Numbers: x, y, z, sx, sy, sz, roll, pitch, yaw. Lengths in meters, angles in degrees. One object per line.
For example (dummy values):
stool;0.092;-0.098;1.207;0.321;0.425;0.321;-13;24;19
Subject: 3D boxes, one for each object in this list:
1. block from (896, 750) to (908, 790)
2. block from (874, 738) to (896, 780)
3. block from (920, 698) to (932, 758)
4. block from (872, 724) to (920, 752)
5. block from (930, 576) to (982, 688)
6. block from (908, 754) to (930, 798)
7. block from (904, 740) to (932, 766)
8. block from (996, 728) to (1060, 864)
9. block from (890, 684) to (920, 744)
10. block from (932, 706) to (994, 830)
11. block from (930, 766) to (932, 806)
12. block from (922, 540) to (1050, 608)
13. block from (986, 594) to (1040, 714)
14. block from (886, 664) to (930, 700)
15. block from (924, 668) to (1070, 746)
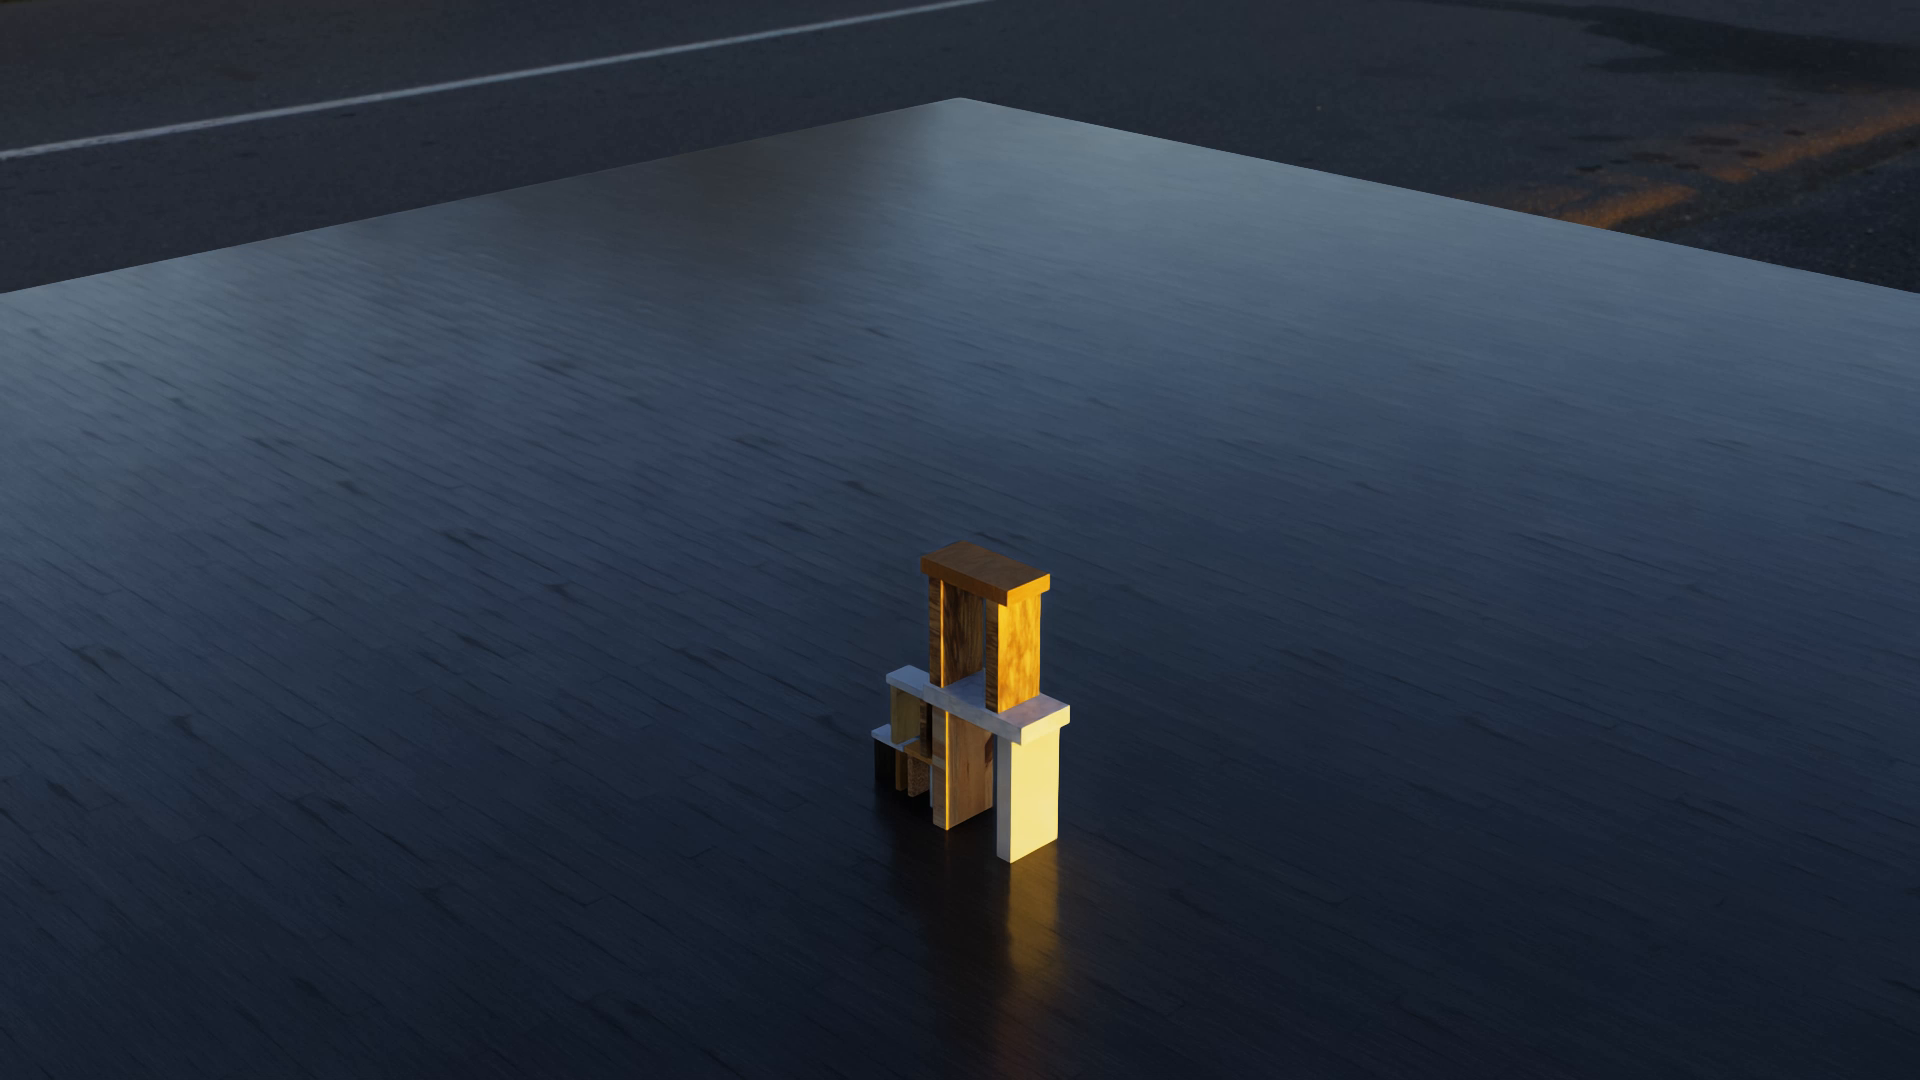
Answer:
block;-0.111;0.467;4.540;0.013;0.095;0.047;21;31;41
block;-0.156;0.449;4.581;0.013;0.094;0.047;21;31;41
block;-0.051;0.370;4.441;0.018;0.130;0.065;21;31;41
block;-0.134;0.408;4.540;0.095;0.013;0.047;21;31;41
block;-0.007;0.163;4.301;0.033;0.230;0.115;21;31;41
block;-0.085;0.476;4.516;0.014;0.096;0.048;21;31;41
block;-0.062;0.434;4.474;0.096;0.014;0.048;21;31;41
block;0.132;0.482;4.282;0.038;0.267;0.134;21;31;41
block;-0.112;0.347;4.498;0.018;0.132;0.065;21;31;41
block;0.006;0.433;4.398;0.038;0.267;0.134;21;31;41
block;-0.040;0.493;4.474;0.014;0.096;0.048;21;31;41
block;0.047;0.063;4.199;0.230;0.033;0.115;21;31;41
block;0.101;0.205;4.201;0.033;0.230;0.115;21;31;41
block;-0.081;0.290;4.440;0.130;0.018;0.065;21;31;41
block;0.069;0.317;4.280;0.267;0.038;0.134;21;31;41
